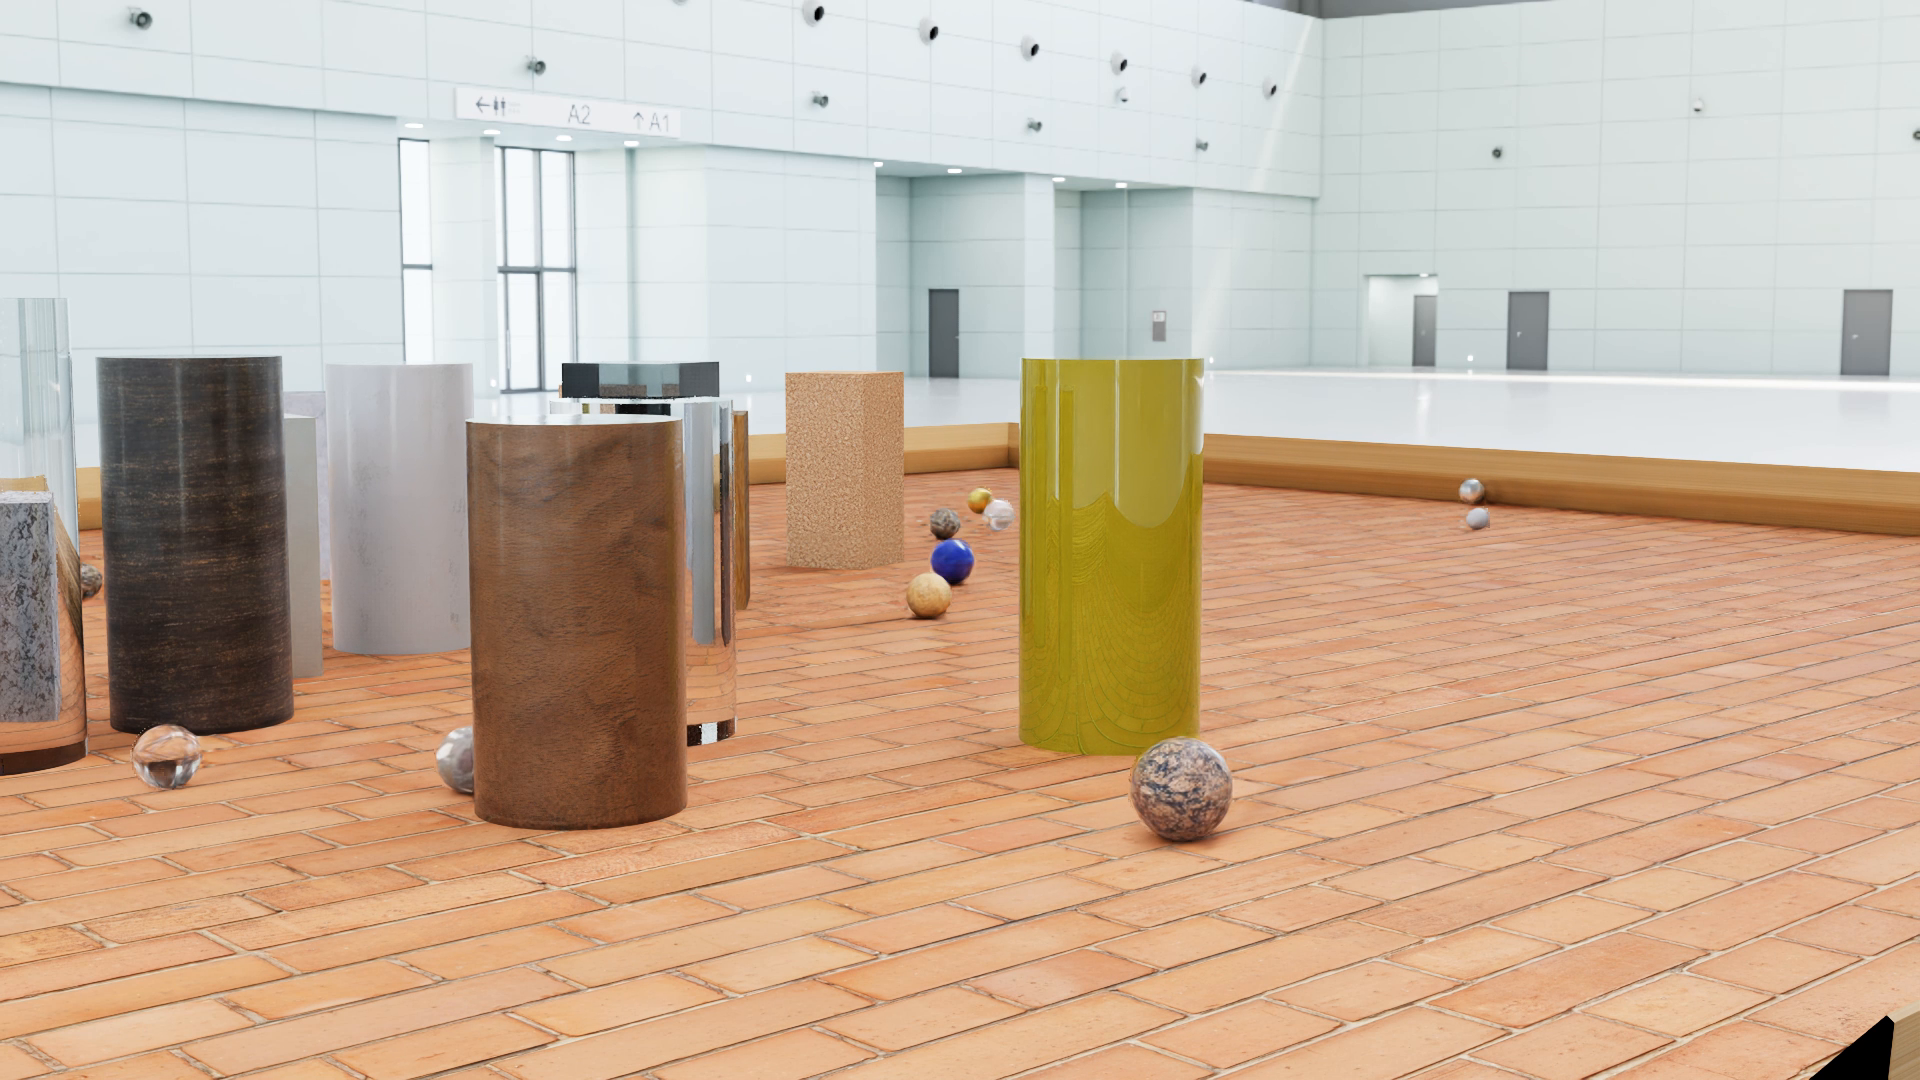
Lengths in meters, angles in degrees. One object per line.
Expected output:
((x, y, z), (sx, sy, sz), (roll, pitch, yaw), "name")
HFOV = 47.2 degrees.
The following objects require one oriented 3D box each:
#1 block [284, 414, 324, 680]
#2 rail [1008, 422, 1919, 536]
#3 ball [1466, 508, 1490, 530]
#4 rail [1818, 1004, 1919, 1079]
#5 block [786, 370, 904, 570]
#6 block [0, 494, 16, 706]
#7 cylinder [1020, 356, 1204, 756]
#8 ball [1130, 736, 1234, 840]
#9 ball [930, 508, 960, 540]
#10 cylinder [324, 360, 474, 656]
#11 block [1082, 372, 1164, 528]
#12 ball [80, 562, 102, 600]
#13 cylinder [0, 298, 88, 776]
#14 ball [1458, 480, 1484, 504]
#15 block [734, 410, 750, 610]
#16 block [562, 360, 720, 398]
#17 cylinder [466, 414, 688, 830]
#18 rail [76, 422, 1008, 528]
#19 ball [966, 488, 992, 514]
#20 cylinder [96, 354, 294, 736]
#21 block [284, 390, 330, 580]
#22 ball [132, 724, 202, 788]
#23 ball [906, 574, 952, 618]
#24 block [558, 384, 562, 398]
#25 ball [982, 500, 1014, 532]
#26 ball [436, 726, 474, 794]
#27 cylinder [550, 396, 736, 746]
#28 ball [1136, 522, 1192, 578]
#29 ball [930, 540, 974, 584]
((-0.875, 0.007, 2.669), (0.151, 0.313, 0.151), (-4, 7, -32), "block")
((1.479, -0.112, 4.690), (0.045, 0.122, 4.014), (-6, 8, -42), "rail")
((1.038, -0.042, 4.409), (0.044, 0.044, 0.044), (0, 6, 0), "ball")
((1.345, 0.185, 1.883), (4.073, 0.122, 0.045), (-6, 8, -42), "rail")
((-0.199, -0.124, 3.818), (0.151, 0.333, 0.151), (3, 7, 25), "block")
((-1.164, 0.071, 2.427), (0.151, 0.237, 0.151), (2, 6, 20), "block")
((0.155, 0.009, 2.265), (0.189, 0.393, 0.189), (0, 6, 0), "cylinder")
((0.186, 0.208, 1.845), (0.086, 0.086, 0.086), (0, 6, 0), "ball")
((-0.029, -0.031, 4.239), (0.059, 0.059, 0.059), (0, 6, 0), "ball")
((-0.734, -0.047, 2.899), (0.189, 0.372, 0.189), (0, 6, 0), "cylinder")
((0.332, -0.185, 4.502), (0.151, 0.310, 0.151), (0, 6, -1), "block")
((-1.343, 0.063, 3.369), (0.055, 0.055, 0.055), (0, 6, 0), "ball")
((-0.963, -0.009, 2.152), (0.189, 0.453, 0.189), (0, 6, 0), "cylinder")
((1.159, -0.109, 4.981), (0.058, 0.058, 0.058), (0, 6, 0), "ball")
((-0.396, -0.047, 3.305), (0.151, 0.288, 0.151), (0, 6, -3), "block")
((-0.422, -0.050, 2.931), (0.151, 0.372, 0.151), (3, 7, 23), "block")
((-0.339, 0.066, 1.953), (0.189, 0.347, 0.189), (0, 6, 0), "cylinder")
((-1.345, -0.121, 4.782), (4.073, 0.122, 0.045), (-6, 8, -42), "rail")
((0.043, -0.083, 4.745), (0.056, 0.056, 0.056), (0, 6, 0), "ball")
((-0.820, -0.001, 2.364), (0.189, 0.393, 0.189), (0, 6, 0), "cylinder")
((-1.074, -0.093, 3.664), (0.151, 0.304, 0.151), (-2, 7, -22), "block")
((-0.736, 0.201, 2.041), (0.060, 0.060, 0.060), (0, 6, 0), "ball")
((-0.044, 0.080, 3.159), (0.065, 0.065, 0.065), (0, 6, 0), "ball")
((-0.731, -0.184, 4.612), (0.151, 0.285, 0.151), (4, 7, 33), "block")
((0.076, -0.048, 4.383), (0.062, 0.062, 0.062), (0, 6, 0), "ball")
((-0.451, 0.202, 2.024), (0.062, 0.062, 0.062), (0, 6, 0), "ball")
((-0.330, 0.028, 2.295), (0.189, 0.349, 0.189), (0, 6, 0), "cylinder")
((0.335, 0.016, 3.631), (0.092, 0.092, 0.092), (0, 6, 0), "ball")
((-0.012, 0.035, 3.560), (0.071, 0.071, 0.071), (0, 6, 0), "ball")
